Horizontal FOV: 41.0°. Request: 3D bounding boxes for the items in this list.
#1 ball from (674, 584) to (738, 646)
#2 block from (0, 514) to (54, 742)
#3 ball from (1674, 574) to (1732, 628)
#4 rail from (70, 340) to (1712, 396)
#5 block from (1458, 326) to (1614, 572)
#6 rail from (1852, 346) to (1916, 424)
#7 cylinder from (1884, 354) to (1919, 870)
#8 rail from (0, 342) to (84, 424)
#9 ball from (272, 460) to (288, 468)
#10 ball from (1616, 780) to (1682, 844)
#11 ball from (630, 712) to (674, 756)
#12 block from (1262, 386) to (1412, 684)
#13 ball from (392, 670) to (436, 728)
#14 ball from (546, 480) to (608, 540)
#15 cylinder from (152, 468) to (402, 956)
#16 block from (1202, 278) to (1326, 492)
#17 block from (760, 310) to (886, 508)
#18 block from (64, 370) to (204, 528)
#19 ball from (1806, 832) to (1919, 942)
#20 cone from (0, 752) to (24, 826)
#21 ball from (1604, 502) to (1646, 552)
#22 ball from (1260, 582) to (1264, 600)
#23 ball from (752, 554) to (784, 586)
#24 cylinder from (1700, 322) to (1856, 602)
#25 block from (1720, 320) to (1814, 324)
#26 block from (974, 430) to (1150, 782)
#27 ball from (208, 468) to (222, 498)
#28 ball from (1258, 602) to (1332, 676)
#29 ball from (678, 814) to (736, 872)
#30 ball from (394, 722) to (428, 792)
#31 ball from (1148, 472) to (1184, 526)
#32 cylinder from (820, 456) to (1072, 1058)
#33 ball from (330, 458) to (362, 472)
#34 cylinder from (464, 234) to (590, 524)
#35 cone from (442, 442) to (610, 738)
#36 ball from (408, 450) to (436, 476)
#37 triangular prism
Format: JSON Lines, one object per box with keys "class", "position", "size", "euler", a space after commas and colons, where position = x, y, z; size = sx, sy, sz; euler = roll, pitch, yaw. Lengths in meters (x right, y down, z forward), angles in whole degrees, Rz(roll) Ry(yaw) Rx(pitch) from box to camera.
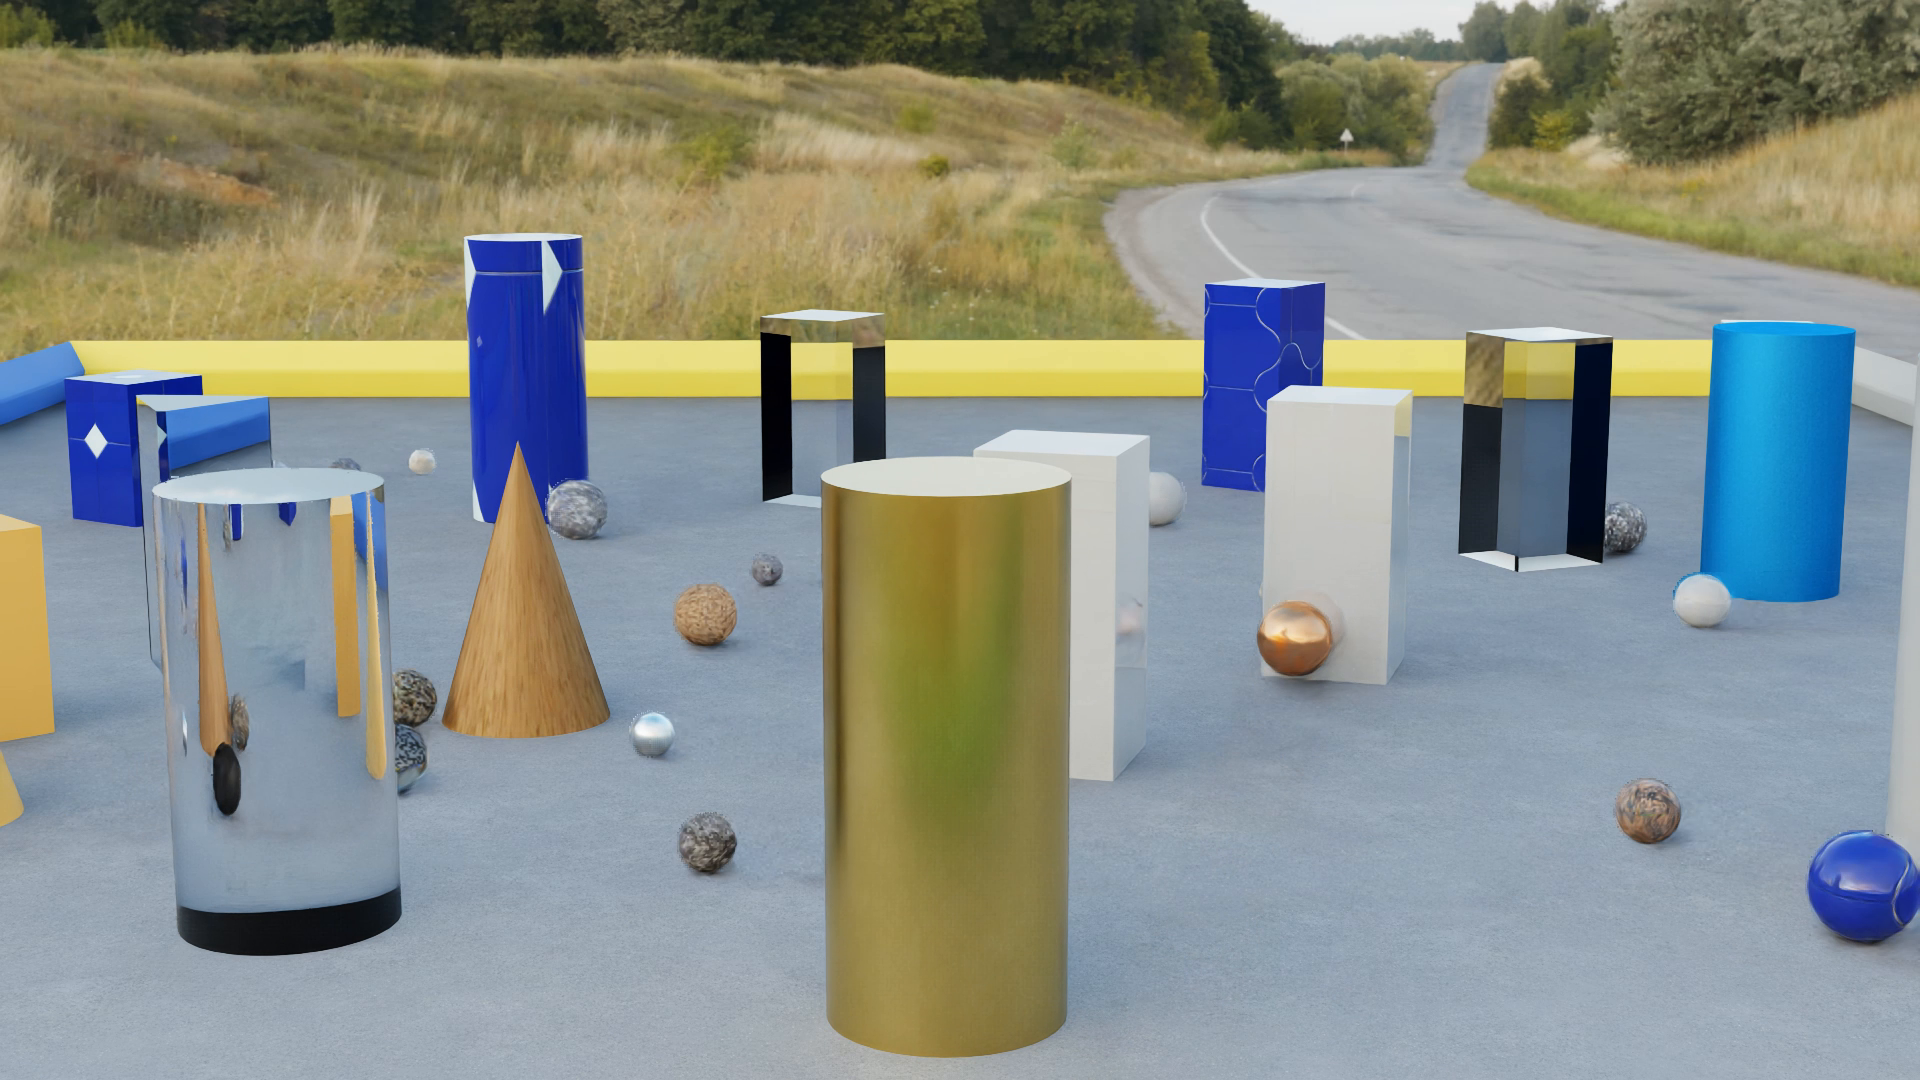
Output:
{"class": "ball", "position": [-0.320, 0.094, 3.234], "size": [0.079, 0.079, 0.079], "euler": [0, 11, 0]}
{"class": "block", "position": [-1.102, 0.098, 2.804], "size": [0.150, 0.230, 0.150], "euler": [-10, 14, -42]}
{"class": "ball", "position": [0.965, 0.080, 3.334], "size": [0.071, 0.071, 0.071], "euler": [0, 11, 0]}
{"class": "rail", "position": [-0.013, -0.373, 5.615], "size": [3.875, 0.122, 0.045], "euler": [0, 11, 0]}
{"class": "block", "position": [0.845, -0.136, 3.773], "size": [0.150, 0.335, 0.150], "euler": [-5, 12, -24]}
{"class": "rail", "position": [1.914, 0.029, 3.460], "size": [0.045, 0.122, 4.454], "euler": [0, 11, 0]}
{"class": "cylinder", "position": [0.950, 0.068, 2.320], "size": [0.187, 0.466, 0.187], "euler": [0, 11, 0]}
{"class": "rail", "position": [-1.914, 0.033, 3.439], "size": [0.045, 0.122, 4.454], "euler": [0, 11, 0]}
{"class": "ball", "position": [-1.165, -0.105, 4.352], "size": [0.060, 0.060, 0.060], "euler": [0, 11, 0]}
{"class": "ball", "position": [0.649, 0.256, 2.419], "size": [0.060, 0.060, 0.060], "euler": [0, 11, 0]}
{"class": "ball", "position": [-0.326, 0.206, 2.722], "size": [0.046, 0.046, 0.046], "euler": [0, 11, 0]}
{"class": "block", "position": [0.456, -0.010, 3.097], "size": [0.150, 0.333, 0.150], "euler": [3, 11, 17]}
{"class": "ball", "position": [-0.611, 0.176, 2.835], "size": [0.065, 0.065, 0.065], "euler": [0, 11, 0]}
{"class": "ball", "position": [-0.590, -0.047, 3.951], "size": [0.093, 0.093, 0.093], "euler": [0, 11, 0]}
{"class": "cylinder", "position": [-0.576, 0.140, 2.173], "size": [0.187, 0.378, 0.187], "euler": [0, 11, 0]}
{"class": "block", "position": [0.526, -0.270, 4.448], "size": [0.150, 0.350, 0.150], "euler": [8, 13, 37]}
{"class": "block", "position": [-0.228, -0.221, 4.294], "size": [0.150, 0.310, 0.150], "euler": [6, 12, 30]}
{"class": "block", "position": [-1.328, -0.151, 4.141], "size": [0.150, 0.227, 0.150], "euler": [7, 12, 32]}
{"class": "ball", "position": [0.757, 0.290, 2.149], "size": [0.091, 0.091, 0.091], "euler": [0, 11, 0]}
{"class": "cone", "position": [-1.013, 0.116, 2.475], "size": [0.187, 0.315, 0.187], "euler": [0, 11, 0]}
{"class": "ball", "position": [0.992, -0.019, 3.854], "size": [0.074, 0.074, 0.074], "euler": [0, 11, 0]}
{"class": "ball", "position": [0.430, 0.070, 3.398], "size": [0.066, 0.066, 0.066], "euler": [0, 11, 0]}
{"class": "ball", "position": [-0.271, 0.042, 3.611], "size": [0.044, 0.044, 0.044], "euler": [0, 11, 0]}
{"class": "cylinder", "position": [1.132, -0.112, 3.559], "size": [0.187, 0.365, 0.187], "euler": [0, 11, 0]}
{"class": "block", "position": [1.366, -0.220, 4.346], "size": [0.150, 0.289, 0.150], "euler": [2, 11, 10]}
{"class": "block", "position": [0.107, 0.065, 2.690], "size": [0.150, 0.337, 0.150], "euler": [3, 11, 17]}
{"class": "ball", "position": [-1.273, -0.096, 4.340], "size": [0.048, 0.048, 0.048], "euler": [0, 11, 0]}
{"class": "ball", "position": [0.393, 0.117, 3.014], "size": [0.088, 0.088, 0.088], "euler": [0, 11, 0]}
{"class": "ball", "position": [-0.230, 0.276, 2.335], "size": [0.052, 0.052, 0.052], "euler": [0, 11, 0]}
{"class": "ball", "position": [-0.573, 0.219, 2.587], "size": [0.071, 0.071, 0.071], "euler": [0, 11, 0]}
{"class": "ball", "position": [0.312, -0.065, 4.066], "size": [0.087, 0.087, 0.087], "euler": [0, 11, 0]}
{"class": "cylinder", "position": [-0.010, 0.159, 1.953], "size": [0.187, 0.422, 0.187], "euler": [0, 11, 0]}
{"class": "ball", "position": [-1.053, -0.112, 4.394], "size": [0.058, 0.058, 0.058], "euler": [0, 11, 0]}
{"class": "cylinder", "position": [-0.696, -0.262, 4.131], "size": [0.187, 0.450, 0.187], "euler": [0, 11, 0]}
{"class": "cone", "position": [-0.488, 0.044, 2.860], "size": [0.187, 0.314, 0.187], "euler": [0, 11, 0]}
{"class": "ball", "position": [-0.958, -0.138, 4.568], "size": [0.046, 0.046, 0.046], "euler": [0, 11, 0]}
{"class": "triangular prism", "position": [-0.938, -0.008, 3.102], "size": [0.141, 0.328, 0.162], "euler": [7, 13, 33]}
